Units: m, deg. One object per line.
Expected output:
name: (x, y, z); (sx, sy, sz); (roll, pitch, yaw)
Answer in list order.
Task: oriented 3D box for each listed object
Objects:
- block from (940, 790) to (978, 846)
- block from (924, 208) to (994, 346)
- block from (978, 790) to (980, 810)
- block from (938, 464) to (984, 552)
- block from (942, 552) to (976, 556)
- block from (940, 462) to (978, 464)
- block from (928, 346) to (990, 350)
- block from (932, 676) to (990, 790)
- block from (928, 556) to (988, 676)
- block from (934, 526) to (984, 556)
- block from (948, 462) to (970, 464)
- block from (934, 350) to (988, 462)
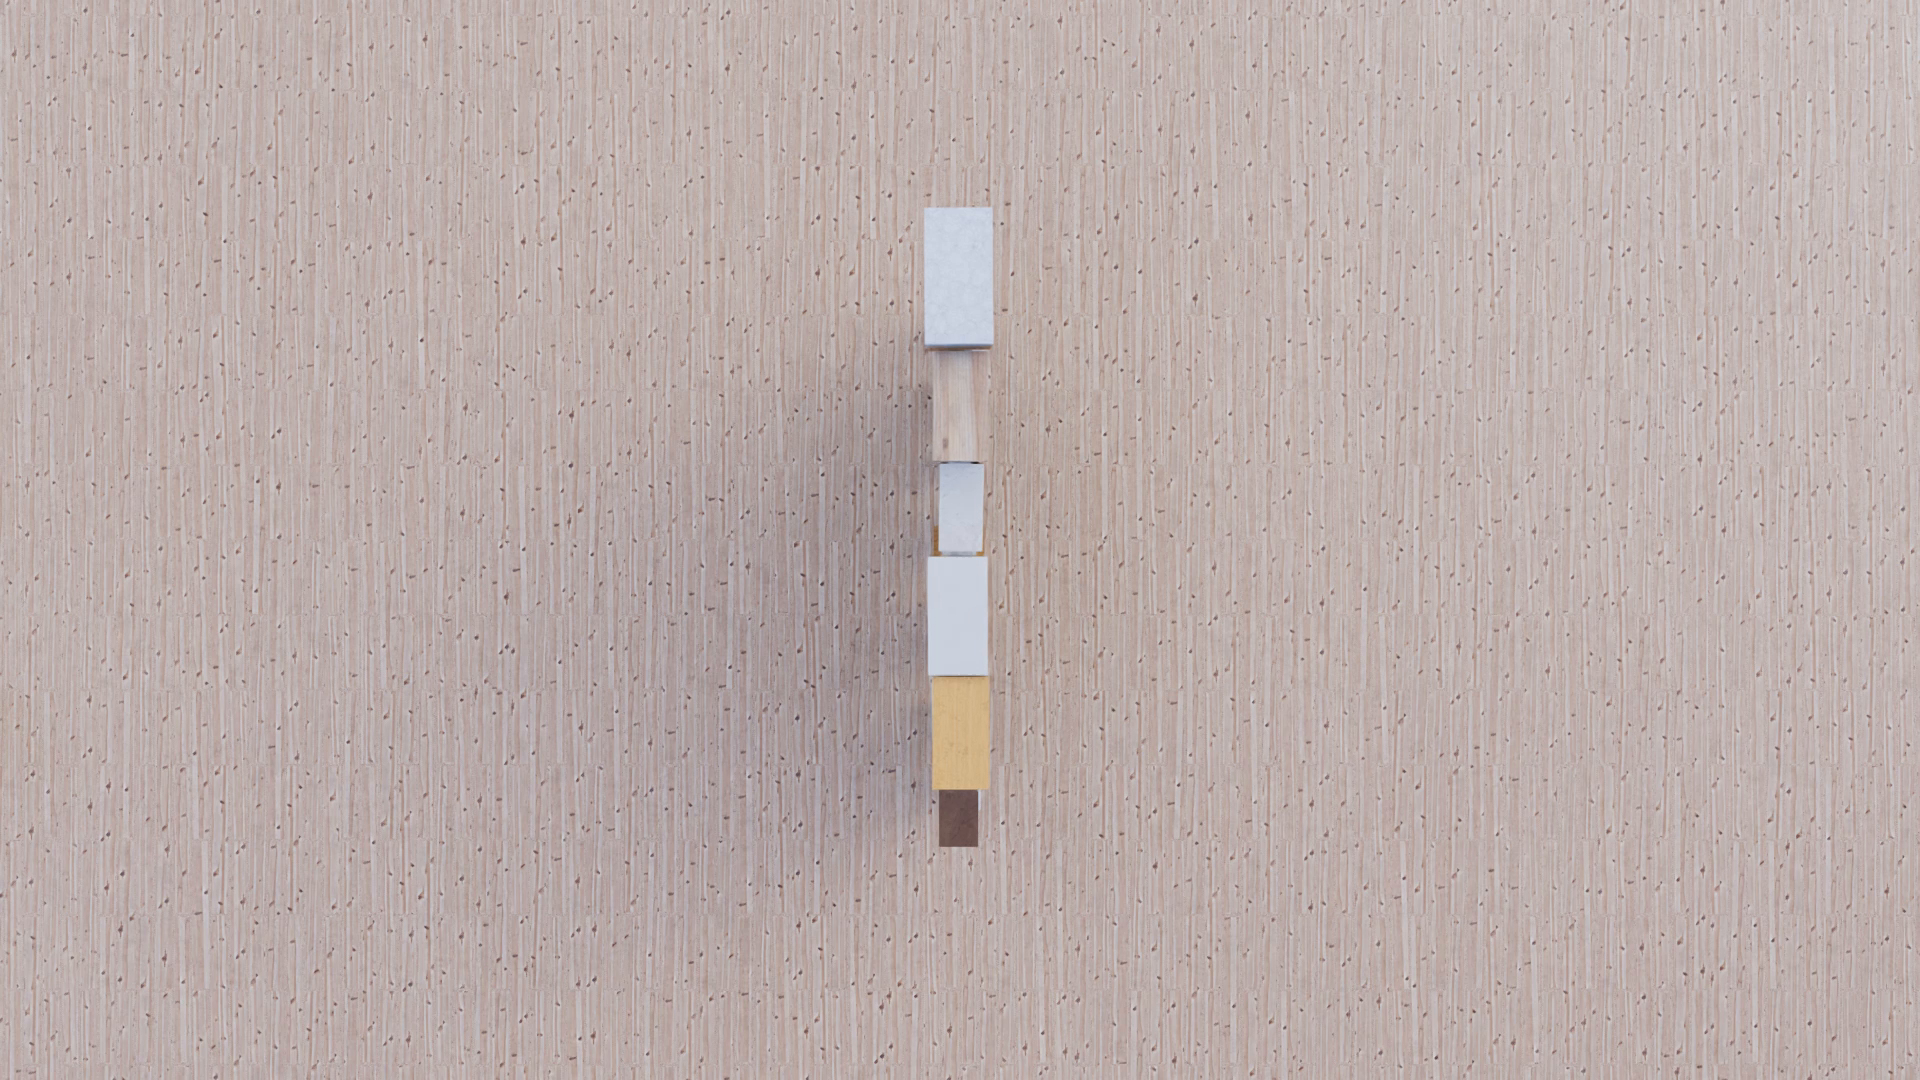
block: (-0.004, 0.745, 4.607); (0.109, 0.031, 0.219); (0, 90, 0)
block: (-0.003, -0.682, 4.286); (0.177, 0.050, 0.354); (0, 90, 0)
block: (0.002, 0.673, 4.858); (0.119, 0.034, 0.238); (0, 90, 0)
block: (0.003, -0.088, 4.478); (0.118, 0.034, 0.237); (1, 90, 0)
block: (-0.002, -0.057, 4.746); (0.101, 0.029, 0.203); (1, 90, 0)
block: (-0.003, -0.168, 4.979); (0.114, 0.032, 0.229); (0, 90, 0)
block: (-0.003, -0.563, 4.488); (0.177, 0.354, 0.050); (0, 89, 0)
block: (0.002, 0.489, 4.198); (0.143, 0.041, 0.286); (0, 90, 0)
block: (-0.006, 0.191, 4.175); (0.150, 0.042, 0.300); (0, 90, 0)
block: (-0.003, 0.115, 5.163); (0.158, 0.045, 0.315); (0, 90, 0)
block: (-0.002, -0.221, 4.819); (0.067, 0.019, 0.134); (0, 90, 0)
block: (0.002, -0.353, 4.349); (0.144, 0.041, 0.289); (0, 90, 0)
